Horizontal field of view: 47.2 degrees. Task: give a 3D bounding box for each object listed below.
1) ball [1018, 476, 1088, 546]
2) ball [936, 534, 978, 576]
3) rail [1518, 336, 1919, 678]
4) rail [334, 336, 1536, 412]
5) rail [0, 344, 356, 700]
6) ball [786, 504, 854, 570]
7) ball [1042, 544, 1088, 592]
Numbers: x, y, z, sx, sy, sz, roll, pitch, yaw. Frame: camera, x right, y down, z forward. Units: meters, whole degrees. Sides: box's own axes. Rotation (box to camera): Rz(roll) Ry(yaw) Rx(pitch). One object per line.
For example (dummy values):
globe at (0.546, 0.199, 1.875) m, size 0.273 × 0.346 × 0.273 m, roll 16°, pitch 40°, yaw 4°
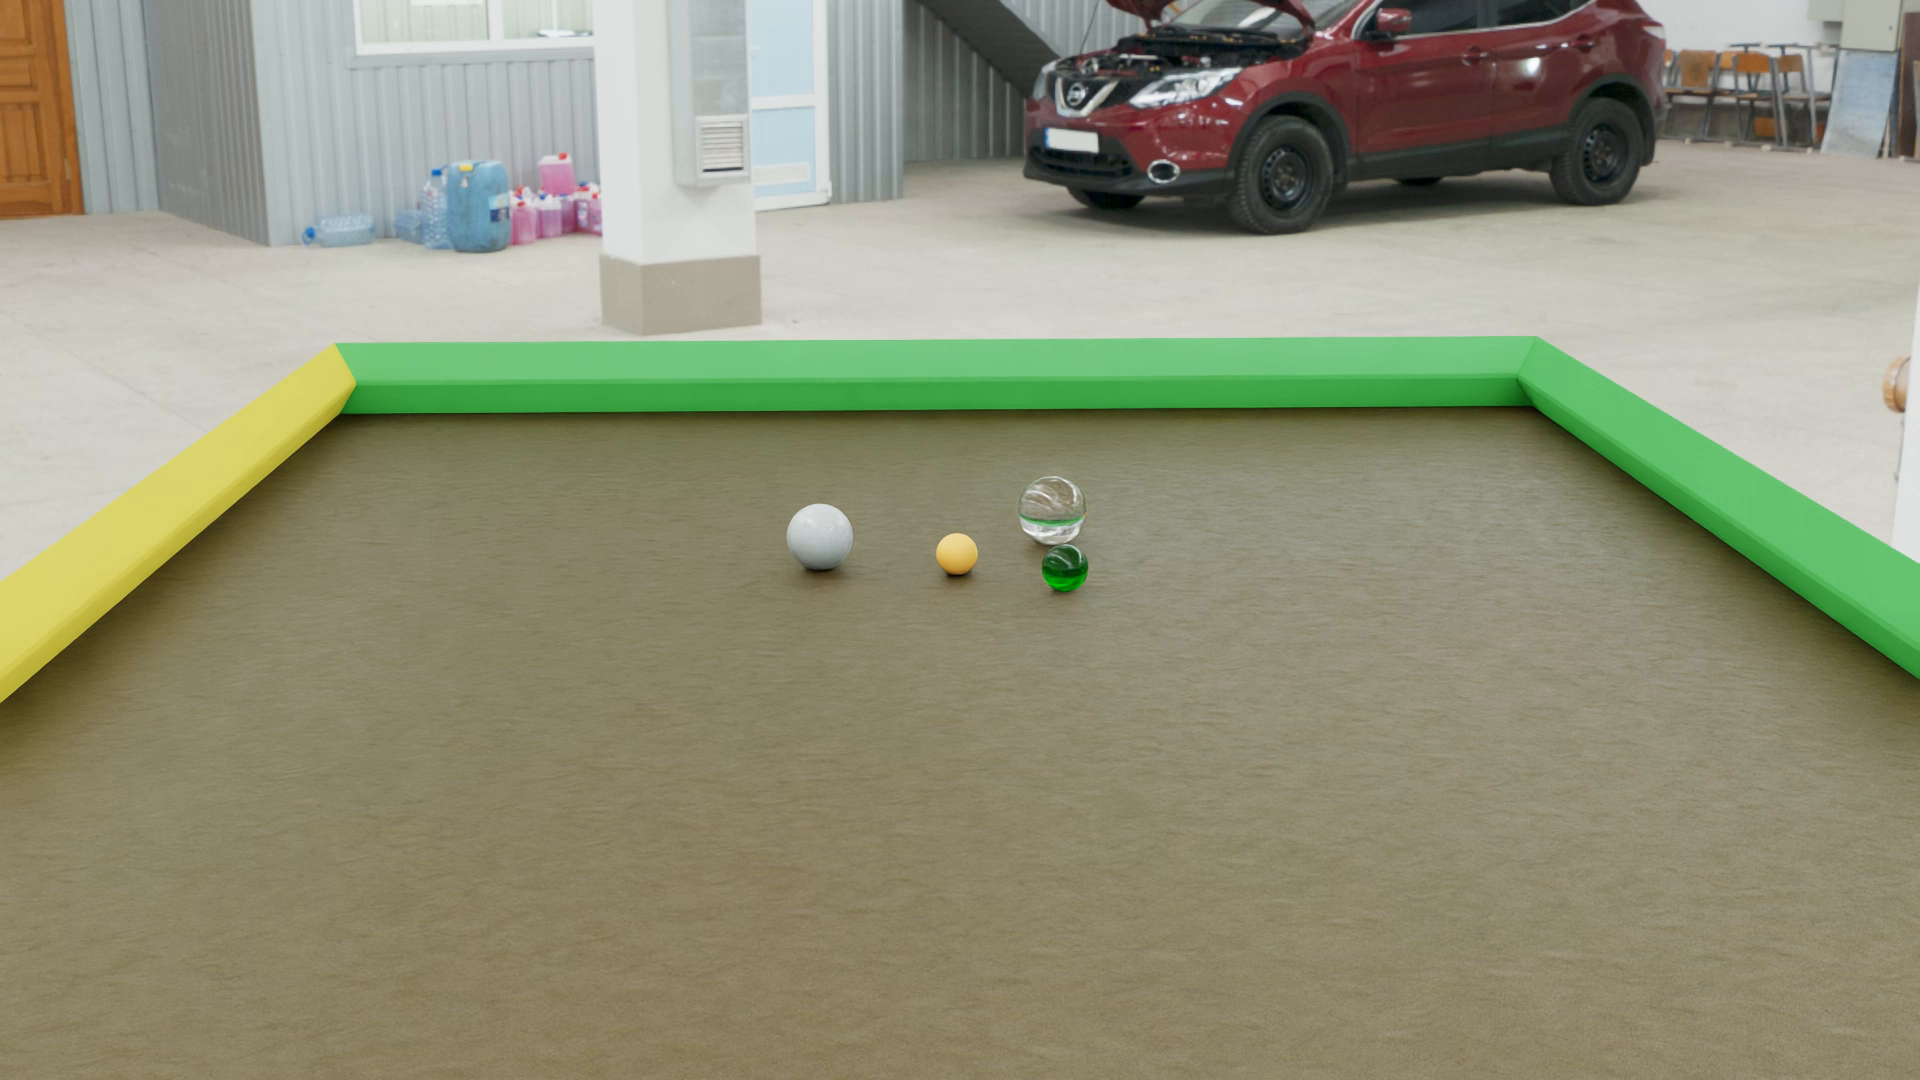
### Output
ball at (0.127, -0.040, 3.014) m, size 0.096 × 0.096 × 0.096 m, roll 0°, pitch 15°, yaw 0°
ball at (-0.004, 0.018, 2.875) m, size 0.055 × 0.055 × 0.055 m, roll 0°, pitch 15°, yaw 0°
rail at (1.073, 0.235, 1.934) m, size 0.045 × 0.124 × 4.135 m, roll 0°, pitch 15°, yaw -2°
rail at (-0.033, -0.287, 3.874) m, size 2.126 × 0.124 × 0.045 m, roll 0°, pitch 15°, yaw -2°
rail at (-1.005, 0.252, 1.868) m, size 0.045 × 0.124 × 4.135 m, roll 0°, pitch 15°, yaw -2°
ball at (-0.184, -0.004, 2.896) m, size 0.088 × 0.088 × 0.088 m, roll 0°, pitch 15°, yaw 0°
ball at (0.134, 0.035, 2.802) m, size 0.060 × 0.060 × 0.060 m, roll 0°, pitch 15°, yaw 0°
